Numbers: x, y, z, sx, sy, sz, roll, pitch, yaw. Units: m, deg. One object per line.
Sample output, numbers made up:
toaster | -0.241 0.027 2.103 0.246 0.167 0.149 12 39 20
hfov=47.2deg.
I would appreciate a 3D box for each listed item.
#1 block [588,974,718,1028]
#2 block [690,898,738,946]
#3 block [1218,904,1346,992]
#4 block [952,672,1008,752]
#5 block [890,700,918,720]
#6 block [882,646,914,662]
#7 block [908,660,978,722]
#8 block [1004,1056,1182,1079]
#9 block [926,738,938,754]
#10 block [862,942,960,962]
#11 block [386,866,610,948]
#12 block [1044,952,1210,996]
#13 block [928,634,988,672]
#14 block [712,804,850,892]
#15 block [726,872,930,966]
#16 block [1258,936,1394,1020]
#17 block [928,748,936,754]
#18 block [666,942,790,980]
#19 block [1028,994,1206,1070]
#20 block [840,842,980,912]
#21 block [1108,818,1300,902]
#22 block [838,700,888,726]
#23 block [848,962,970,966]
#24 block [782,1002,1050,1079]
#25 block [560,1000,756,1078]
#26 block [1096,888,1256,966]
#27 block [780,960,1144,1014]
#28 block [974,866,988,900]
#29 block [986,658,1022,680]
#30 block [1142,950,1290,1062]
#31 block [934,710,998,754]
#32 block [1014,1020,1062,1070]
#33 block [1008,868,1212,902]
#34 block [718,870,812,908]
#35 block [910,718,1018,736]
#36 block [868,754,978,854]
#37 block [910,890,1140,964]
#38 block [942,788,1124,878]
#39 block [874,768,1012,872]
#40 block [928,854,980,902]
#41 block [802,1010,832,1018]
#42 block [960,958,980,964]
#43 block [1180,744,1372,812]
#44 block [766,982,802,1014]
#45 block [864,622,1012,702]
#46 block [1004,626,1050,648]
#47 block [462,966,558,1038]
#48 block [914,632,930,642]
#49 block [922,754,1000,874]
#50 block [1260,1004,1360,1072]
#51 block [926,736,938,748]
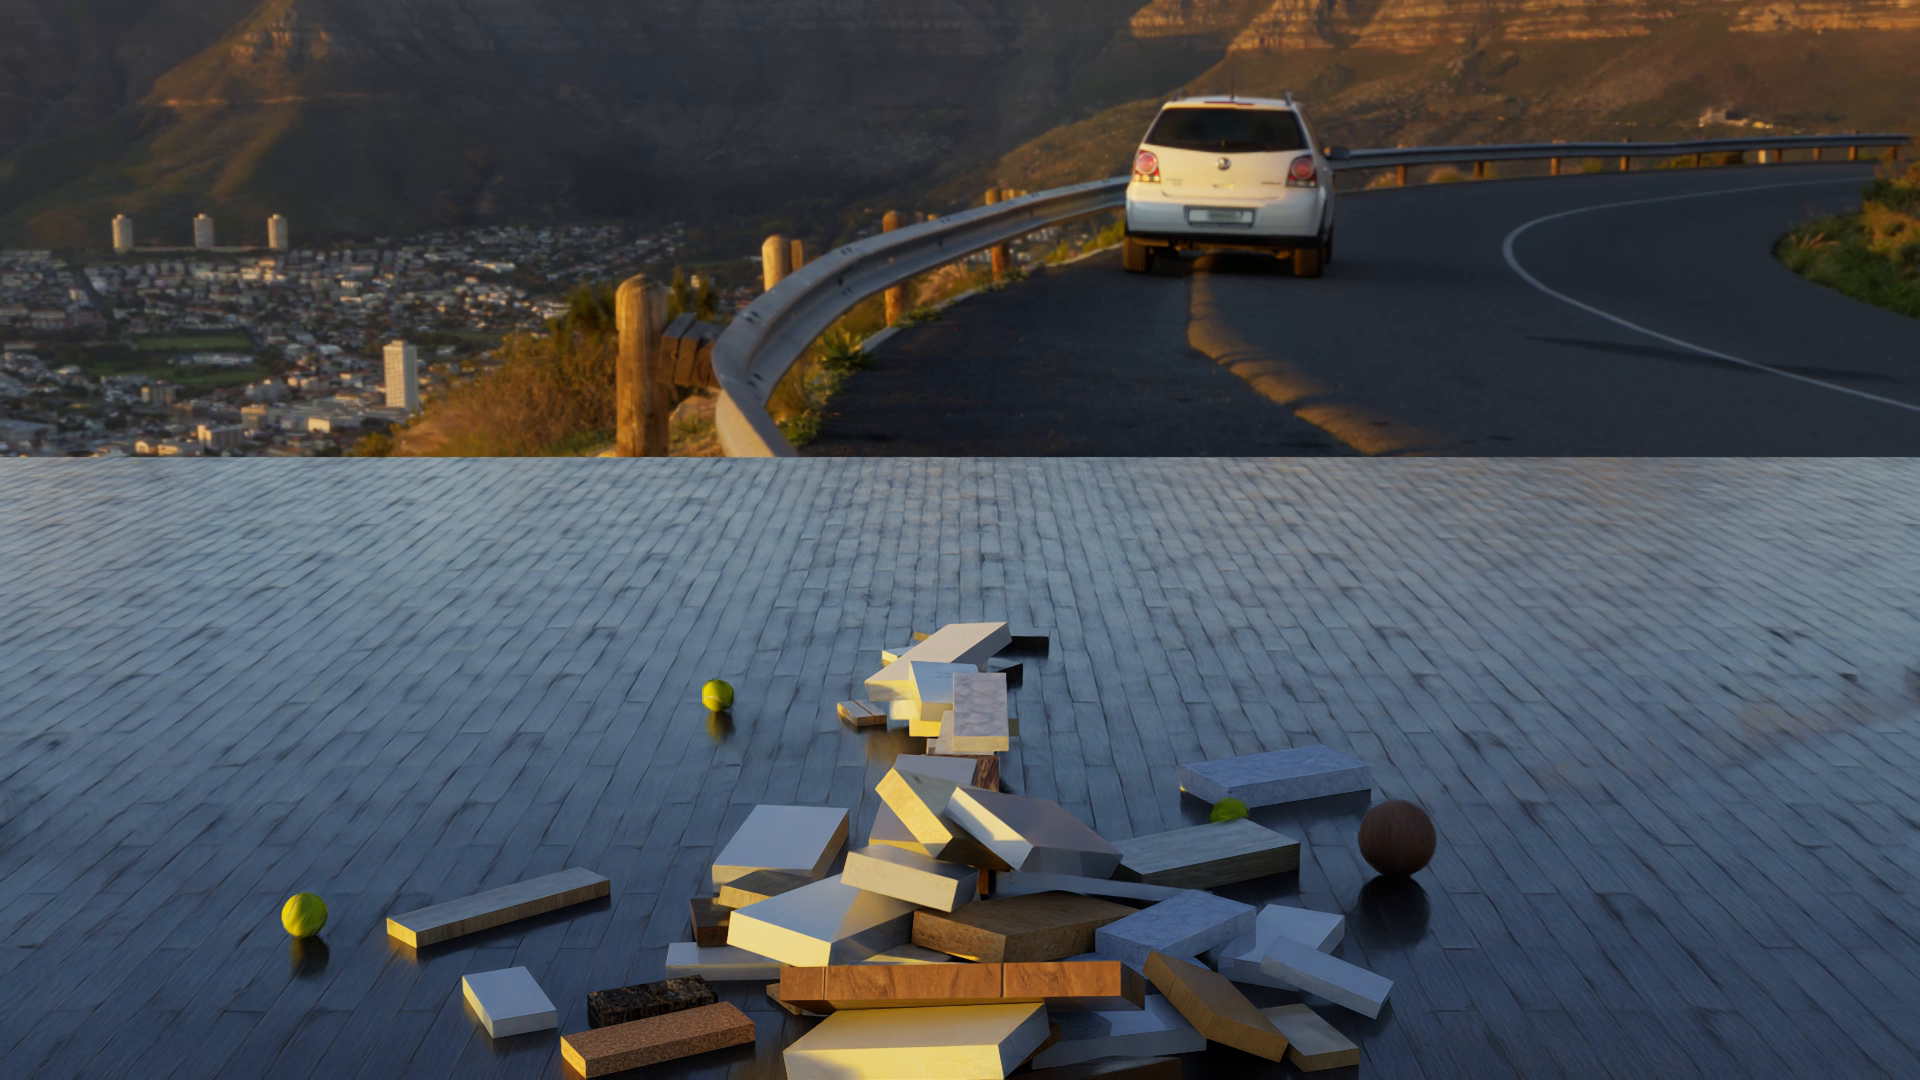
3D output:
block | -0.445 0.668 3.182 0.170 0.024 0.085 -5 12 -24
block | -0.367 0.599 3.462 0.104 0.030 0.209 -1 3 -10
block | 0.497 0.625 3.384 0.125 0.035 0.250 5 12 25
block | 0.039 0.329 4.236 0.104 0.030 0.280 0 22 0
block | -0.042 0.355 4.607 0.139 0.039 0.277 1 -5 -18
block | -0.112 0.275 5.314 0.136 0.019 0.068 -7 13 -33
block | -0.023 0.307 4.454 0.139 0.039 0.310 4 12 -6
block | 0.159 0.696 2.816 0.245 0.035 0.122 2 -9 -44
block | -0.003 0.451 4.187 0.125 0.035 0.250 0 22 1
block | -0.089 0.614 3.236 0.162 0.023 0.081 4 5 20
block | -0.745 0.594 3.576 0.362 0.026 0.090 -10 14 -42
block | 0.230 0.648 3.259 0.250 0.035 0.125 -4 11 -21
block | -0.012 0.287 4.944 0.139 0.039 0.277 -7 24 8
block | -0.307 0.537 3.823 0.169 0.048 0.338 1 11 7
block | -0.177 0.563 3.258 0.169 0.048 0.338 12 8 27
block | 0.536 0.638 3.214 0.180 0.026 0.090 20 18 19
block | -0.004 0.451 4.098 0.111 0.031 0.221 0 22 0
block | -0.350 0.638 3.337 0.185 0.026 0.092 -1 11 -4
block | 0.204 0.683 3.069 0.250 0.035 0.125 -3 11 -14
block | -0.070 0.508 3.326 0.165 0.047 0.329 14 -4 7
block | 0.402 0.546 3.778 0.330 0.047 0.165 -6 12 -29
block | -0.213 0.375 4.774 0.068 0.019 0.136 -4 11 -21
block | -0.069 0.620 3.131 0.170 0.024 0.085 0 -20 5
block | -0.057 0.671 2.932 0.318 0.045 0.159 -8 5 25
block | -0.418 0.692 3.050 0.250 0.026 0.092 -6 12 -30
block | 0.331 0.594 3.359 0.122 0.035 0.245 9 14 41
block | 0.004 0.612 2.998 0.472 0.045 0.159 -4 -20 15
block | -0.022 0.532 3.689 0.142 0.040 0.283 0 24 1
block | 0.046 0.311 5.092 0.101 0.029 0.203 8 13 36
block | 0.357 0.655 3.098 0.122 0.035 0.245 22 4 -18
block | 0.015 0.388 4.171 0.111 0.031 0.221 2 22 5
block | 0.048 0.689 2.952 0.166 0.023 0.083 -24 17 -35
block | 0.241 0.559 3.542 0.321 0.024 0.085 6 -7 0
block | -0.306 0.569 3.542 0.104 0.030 0.209 11 1 11
block | 0.006 0.382 4.480 0.125 0.035 0.250 2 -5 -26
block | -0.060 0.458 3.757 0.142 0.040 0.283 3 25 8
block | 0.111 0.589 3.350 0.169 0.048 0.378 8 2 37
block | 0.123 0.477 3.568 0.165 0.047 0.330 35 8 30
block | 0.015 0.464 3.586 0.165 0.047 0.329 46 14 33
block | -0.014 0.566 3.538 0.085 0.024 0.169 -6 34 -7
block | -0.177 0.668 3.164 0.093 0.013 0.046 5 27 3
block | -0.005 0.624 3.368 0.085 0.024 0.169 3 5 12
block | 0.611 0.458 4.252 0.330 0.047 0.165 -5 12 -26
block | -0.241 0.668 3.214 0.046 0.013 0.093 -6 12 -31
block | -0.045 0.266 4.832 0.165 0.047 0.329 -4 18 36
block | 0.121 0.241 5.467 0.203 0.029 0.101 1 11 4
block | -0.653 0.667 3.182 0.092 0.026 0.184 -5 12 -25
block | -0.044 0.251 5.374 0.068 0.019 0.136 20 -5 -42
block | -0.004 0.480 3.884 0.142 0.040 0.284 0 31 2
block | 0.478 0.691 3.060 0.083 0.023 0.166 -4 11 -18
block | -0.004 0.441 4.373 0.125 0.035 0.250 0 11 0
